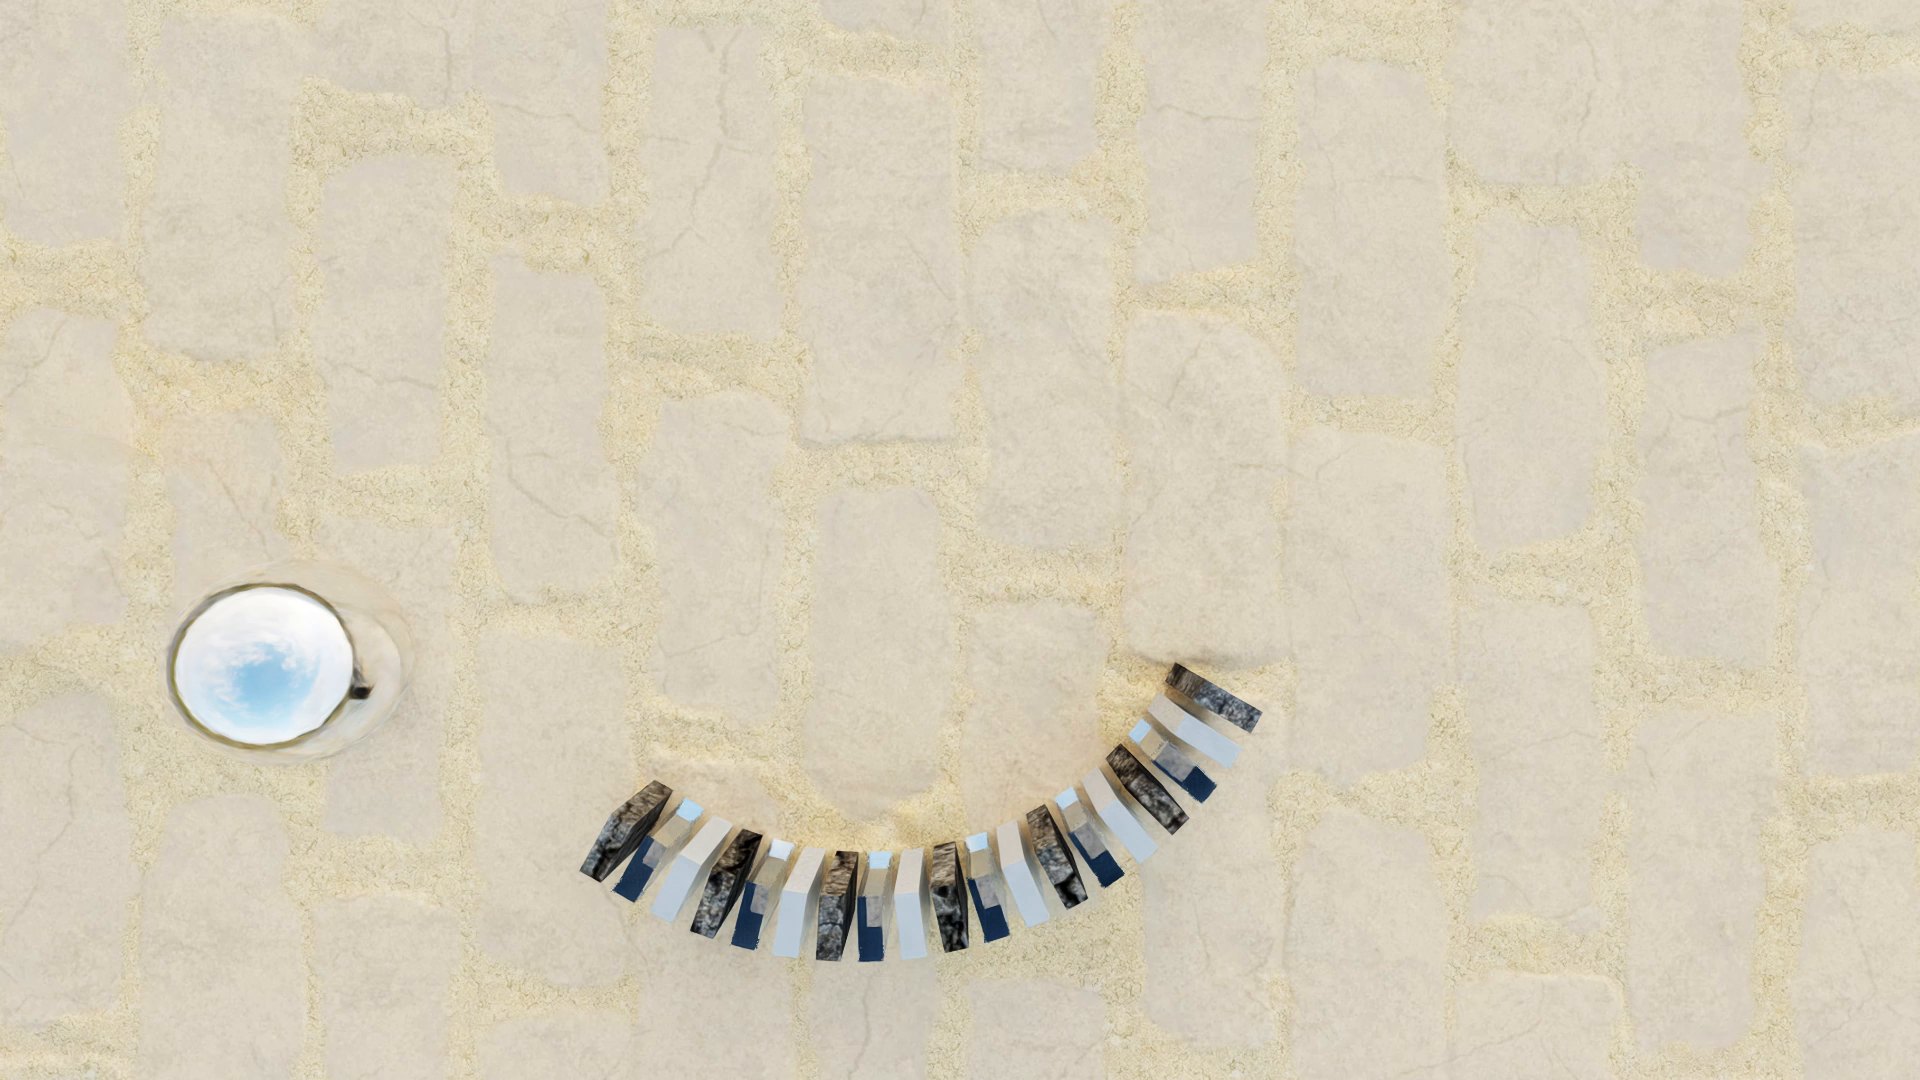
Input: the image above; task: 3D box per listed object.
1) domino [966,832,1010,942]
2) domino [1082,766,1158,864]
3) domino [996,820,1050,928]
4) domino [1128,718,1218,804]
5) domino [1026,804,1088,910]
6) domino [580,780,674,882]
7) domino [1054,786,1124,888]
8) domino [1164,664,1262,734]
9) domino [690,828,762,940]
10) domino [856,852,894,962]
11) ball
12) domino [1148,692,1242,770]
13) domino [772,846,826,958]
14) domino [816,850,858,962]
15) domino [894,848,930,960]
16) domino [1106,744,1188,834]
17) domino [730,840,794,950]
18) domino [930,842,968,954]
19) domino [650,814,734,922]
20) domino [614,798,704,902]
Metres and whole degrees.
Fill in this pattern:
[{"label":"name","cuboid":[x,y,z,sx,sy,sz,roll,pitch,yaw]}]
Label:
[{"label":"domino","cuboid":[0.011,0.141,0.375,0.010,0.050,0.025,-18,90,0]},{"label":"domino","cuboid":[0.064,0.111,0.375,0.009,0.050,0.025,-40,90,0]},{"label":"domino","cuboid":[0.025,0.135,0.375,0.010,0.050,0.025,-24,90,0]},{"label":"domino","cuboid":[0.086,0.089,0.375,0.025,0.050,0.009,40,90,0]},{"label":"domino","cuboid":[0.039,0.128,0.375,0.009,0.050,0.025,-29,90,0]},{"label":"domino","cuboid":[-0.135,0.118,0.375,0.009,0.050,0.025,29,90,0]},{"label":"domino","cuboid":[0.052,0.120,0.375,0.009,0.050,0.025,-34,90,0]},{"label":"domino","cuboid":[0.103,0.064,0.375,0.025,0.050,0.009,30,90,0]},{"label":"domino","cuboid":[-0.095,0.139,0.375,0.009,0.050,0.025,20,90,0]},{"label":"domino","cuboid":[-0.034,0.149,0.375,0.009,0.050,0.025,-2,90,0]},{"label":"ball","cuboid":[-0.261,0.048,0.360,0.080,0.080,0.080,0,90,0]},{"label":"domino","cuboid":[0.095,0.077,0.375,0.025,0.050,0.009,32,90,0]},{"label":"domino","cuboid":[-0.065,0.147,0.375,0.009,0.050,0.025,9,90,0]},{"label":"domino","cuboid":[-0.050,0.148,0.375,0.010,0.050,0.025,3,90,0]},{"label":"domino","cuboid":[-0.019,0.147,0.375,0.009,0.050,0.025,-7,90,0]},{"label":"domino","cuboid":[0.076,0.101,0.375,0.025,0.050,0.009,45,90,0]},{"label":"domino","cuboid":[-0.080,0.144,0.375,0.010,0.050,0.025,14,90,0]},{"label":"domino","cuboid":[-0.004,0.145,0.375,0.010,0.050,0.025,-13,90,0]},{"label":"domino","cuboid":[-0.109,0.133,0.375,0.009,0.050,0.025,27,90,0]},{"label":"domino","cuboid":[-0.122,0.126,0.375,0.010,0.050,0.025,31,90,0]}]
